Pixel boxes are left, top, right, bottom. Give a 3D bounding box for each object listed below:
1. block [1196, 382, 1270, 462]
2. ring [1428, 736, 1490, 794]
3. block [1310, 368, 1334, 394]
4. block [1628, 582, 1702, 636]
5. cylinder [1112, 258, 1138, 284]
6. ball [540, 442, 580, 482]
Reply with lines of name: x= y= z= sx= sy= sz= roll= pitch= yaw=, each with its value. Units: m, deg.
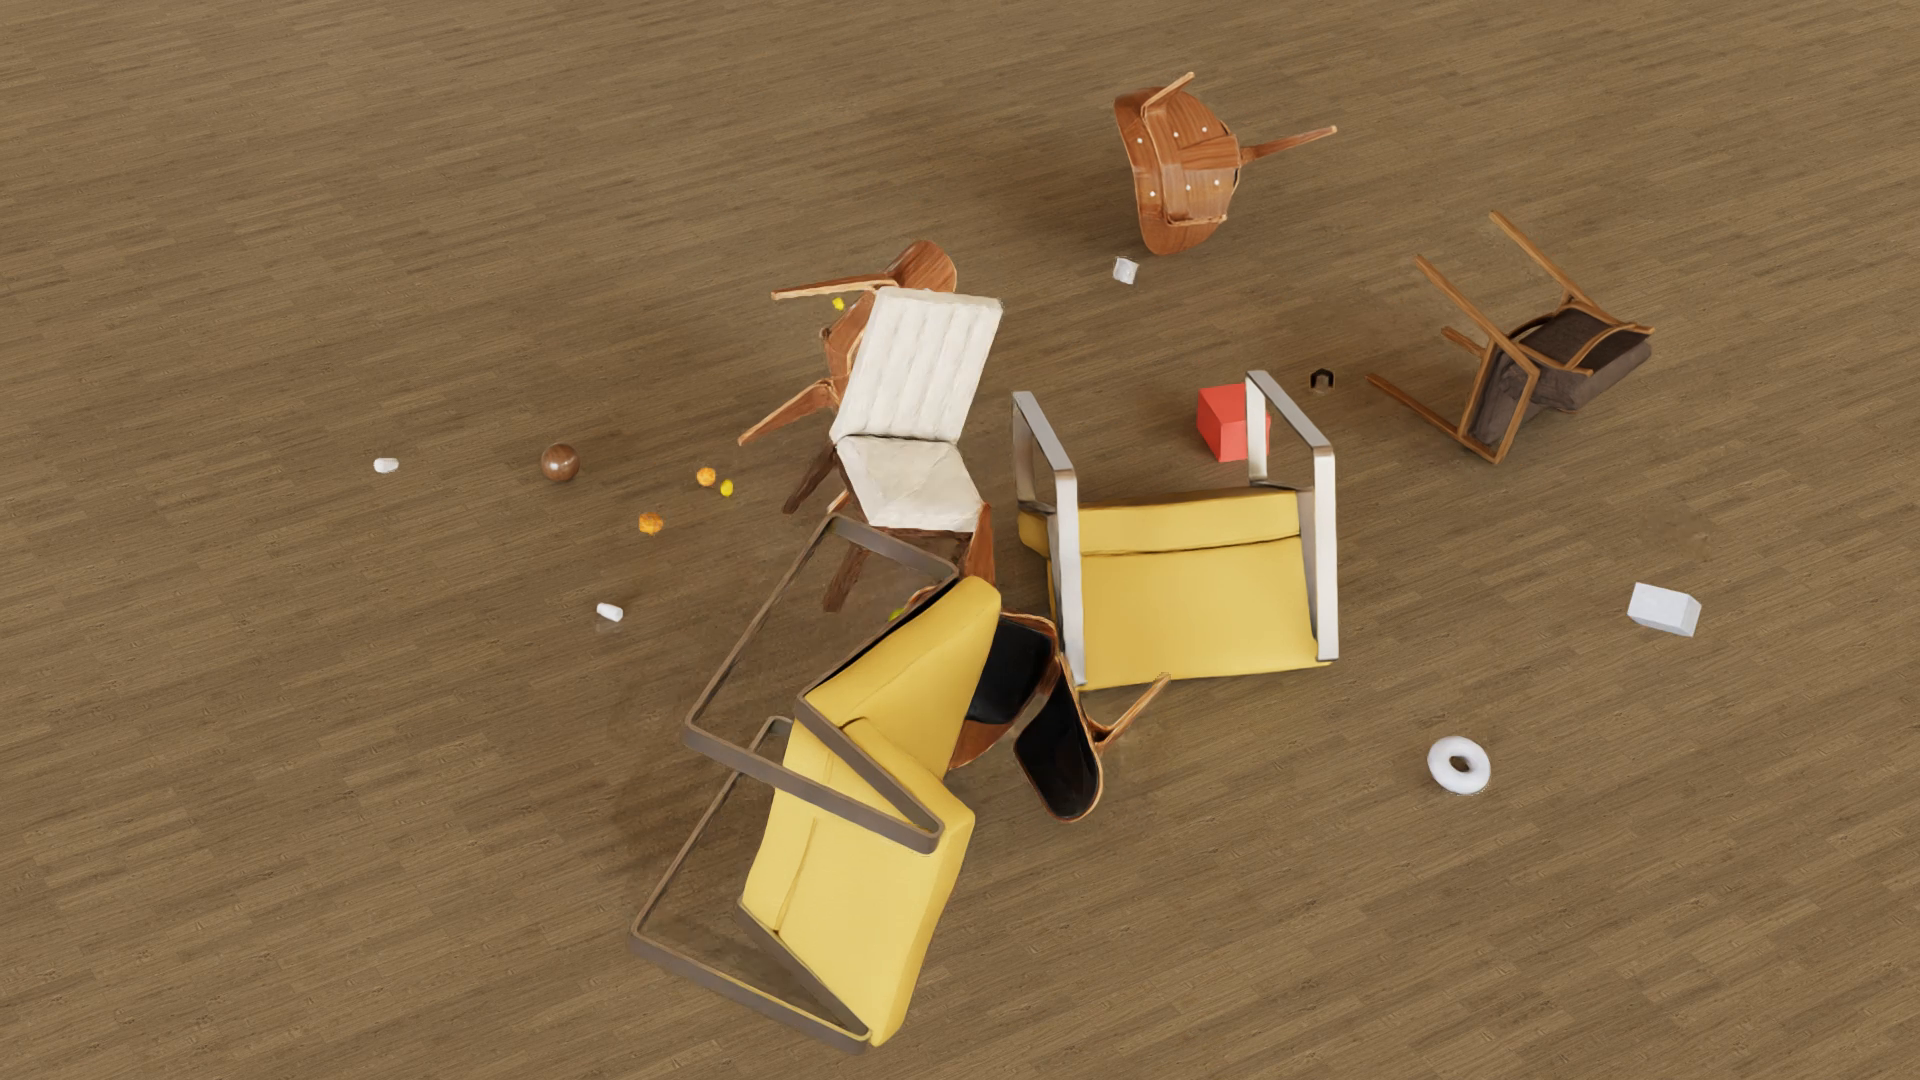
block: x=1.070 y=-0.461 z=11.484 sx=0.199 sy=0.176 sz=0.276 roll=-8 pitch=34 yaw=-13
ring: x=1.653 y=0.744 z=9.707 sx=0.217 sy=0.066 sz=0.217 roll=5 pitch=52 yaw=-13
block: x=1.401 y=-0.616 z=11.352 sx=0.058 sy=0.066 sz=0.068 roll=28 pitch=46 yaw=35
block: x=2.493 y=0.247 z=10.375 sx=0.195 sy=0.121 sz=0.170 roll=15 pitch=-6 yaw=31
cylinder: x=0.705 y=-1.149 z=12.513 sx=0.101 sy=0.088 sz=0.059 roll=27 pitch=18 yaw=32
ball: x=-1.534 y=-0.299 z=11.261 sx=0.152 sy=0.152 sz=0.152 roll=0 pitch=33 yaw=0
